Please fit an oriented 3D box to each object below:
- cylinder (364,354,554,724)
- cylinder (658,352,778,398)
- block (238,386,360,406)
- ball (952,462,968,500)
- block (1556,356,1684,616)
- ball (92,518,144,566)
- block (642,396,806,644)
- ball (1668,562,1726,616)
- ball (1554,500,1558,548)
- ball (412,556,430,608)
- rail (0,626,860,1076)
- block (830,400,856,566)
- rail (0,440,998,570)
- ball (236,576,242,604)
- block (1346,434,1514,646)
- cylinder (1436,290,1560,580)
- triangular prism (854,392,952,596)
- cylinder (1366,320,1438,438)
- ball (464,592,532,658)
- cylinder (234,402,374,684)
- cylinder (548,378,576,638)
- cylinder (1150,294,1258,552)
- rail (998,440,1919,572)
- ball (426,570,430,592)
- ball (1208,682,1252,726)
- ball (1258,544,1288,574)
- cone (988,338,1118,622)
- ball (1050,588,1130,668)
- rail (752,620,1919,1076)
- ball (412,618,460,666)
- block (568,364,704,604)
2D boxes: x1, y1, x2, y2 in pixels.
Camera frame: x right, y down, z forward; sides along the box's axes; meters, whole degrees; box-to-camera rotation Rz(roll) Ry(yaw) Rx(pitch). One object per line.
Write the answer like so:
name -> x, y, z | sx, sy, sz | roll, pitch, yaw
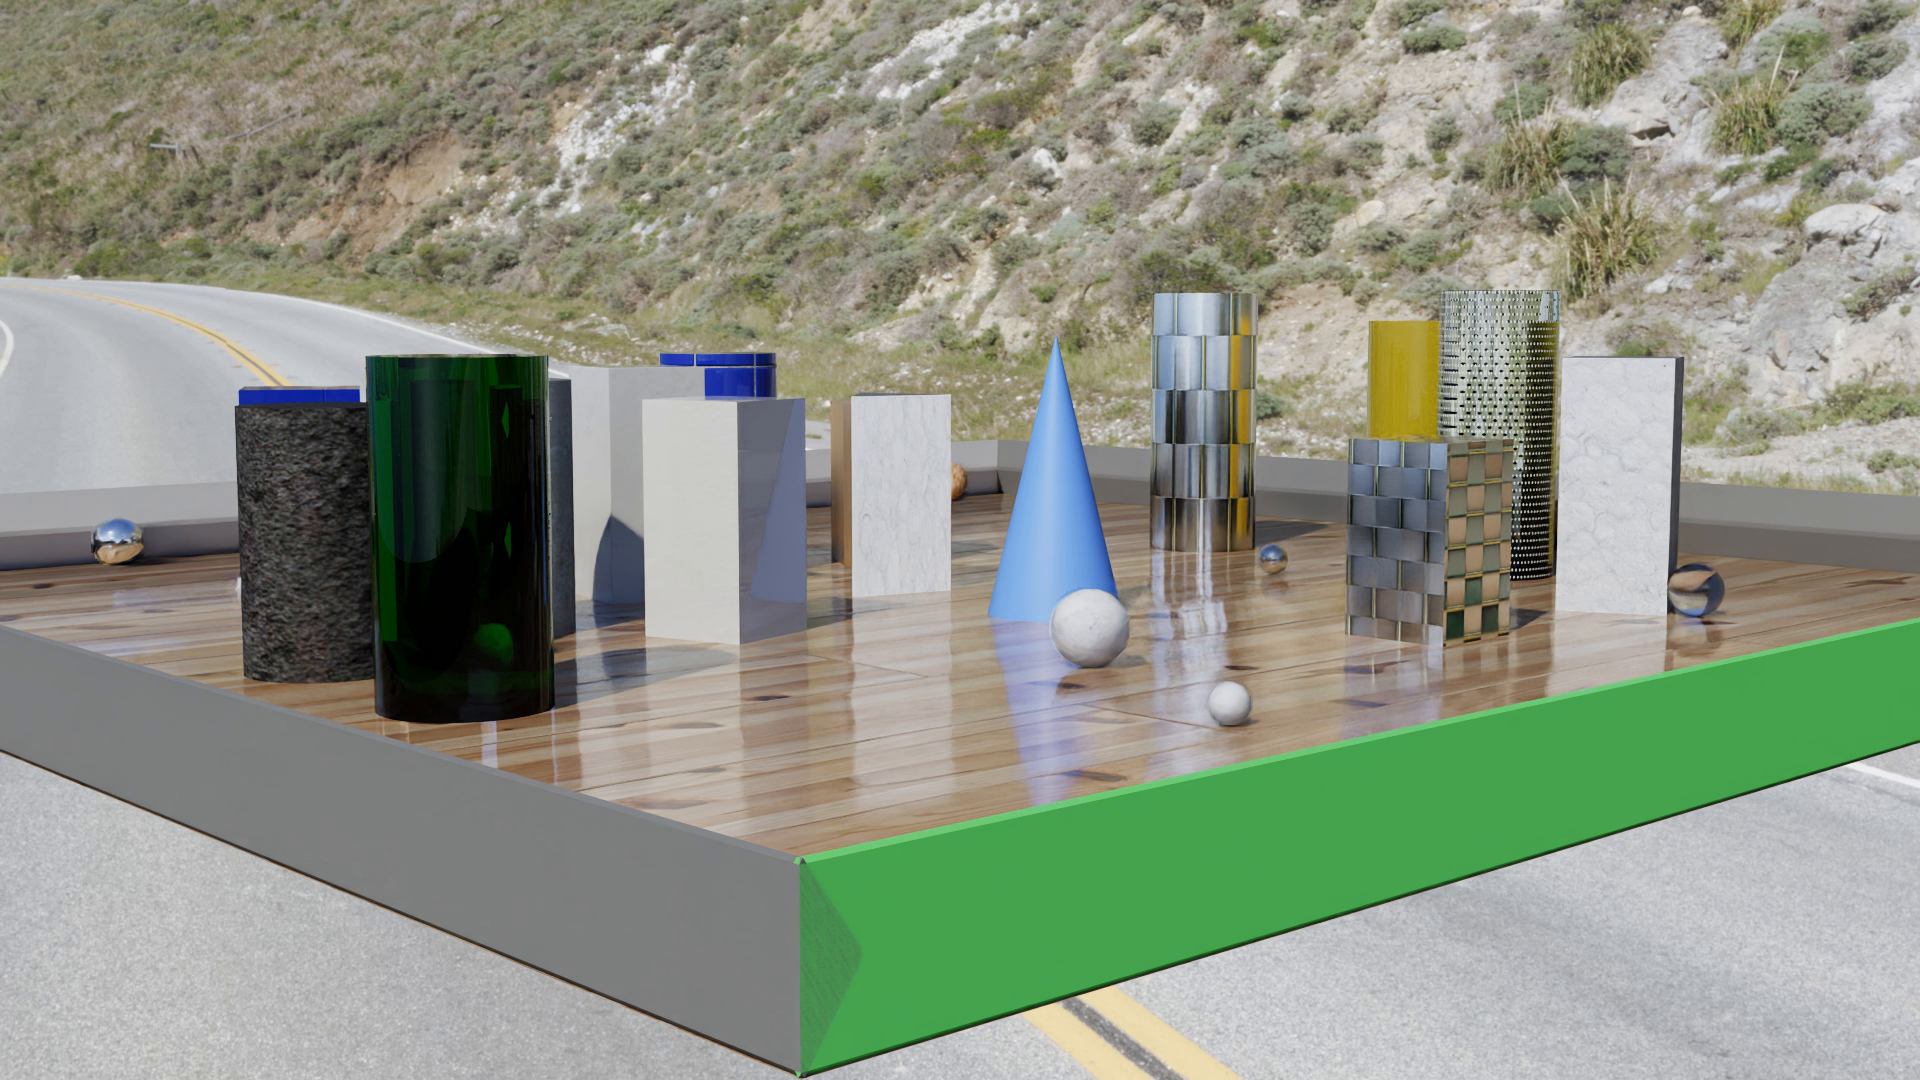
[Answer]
cylinder -> -0.557, -0.008, 2.459 | 0.199, 0.395, 0.199 | 0, 6, 0
cylinder -> -0.409, -0.130, 3.731 | 0.199, 0.374, 0.199 | 0, 6, 0
block -> -0.924, -0.046, 3.101 | 0.159, 0.337, 0.159 | -2, 6, -15
ball -> -0.030, -0.137, 5.152 | 0.094, 0.094, 0.094 | 0, 6, 0
block -> 0.993, -0.087, 3.307 | 0.159, 0.375, 0.159 | 2, 6, 23
ball -> -1.472, 0.004, 3.846 | 0.085, 0.085, 0.085 | 0, 6, 0
block -> -0.323, -0.032, 3.032 | 0.159, 0.325, 0.159 | 3, 7, 30
ball -> 1.074, 0.073, 3.209 | 0.079, 0.079, 0.079 | 0, 6, 0
ball -> 1.125, -0.030, 4.123 | 0.093, 0.093, 0.093 | 0, 6, 0
ball -> -0.770, 0.063, 3.269 | 0.087, 0.087, 0.087 | 0, 6, 0
rail -> -1.065, 0.135, 2.354 | 0.045, 0.129, 2.920 | -5, 8, -42
block -> -0.141, -0.105, 3.928 | 0.159, 0.283, 0.159 | -1, 6, -11
rail -> -0.974, -0.076, 4.382 | 2.946, 0.129, 0.045 | -5, 8, -42
ball -> -1.015, 0.070, 3.215 | 0.083, 0.083, 0.083 | 0, 6, 0
block -> 0.644, -0.004, 3.021 | 0.159, 0.270, 0.159 | -6, 8, -43
cylinder -> 0.905, -0.180, 3.713 | 0.199, 0.478, 0.199 | 0, 6, 0
triangular prism -> -0.125, -0.078, 3.530 | 0.172, 0.312, 0.149 | -3, 7, -29
cylinder -> 0.835, -0.182, 3.972 | 0.199, 0.426, 0.199 | 0, 6, 0
ball -> -0.593, 0.109, 2.828 | 0.085, 0.085, 0.085 | 0, 6, 0
cylinder -> -0.787, -0.002, 2.717 | 0.199, 0.329, 0.199 | 0, 6, 0
cylinder -> -0.636, -0.047, 3.046 | 0.199, 0.350, 0.199 | 0, 6, 0
cylinder -> 0.458, -0.224, 4.139 | 0.199, 0.477, 0.199 | 0, 6, 0
rail -> 1.065, -0.068, 4.309 | 0.045, 0.129, 2.920 | -5, 8, -42
ball -> -0.776, 0.060, 3.351 | 0.076, 0.076, 0.076 | 0, 6, 0
ball -> 0.291, 0.176, 2.368 | 0.047, 0.047, 0.047 | 0, 6, 0
ball -> 0.532, 0.032, 3.733 | 0.051, 0.051, 0.051 | 0, 6, 0
cone -> 0.140, -0.096, 3.229 | 0.199, 0.411, 0.199 | 0, 6, 0
ball -> 0.163, 0.110, 2.751 | 0.099, 0.099, 0.099 | 0, 6, 0
rail -> 0.974, 0.143, 2.282 | 2.946, 0.129, 0.045 | -5, 8, -42
ball -> -0.658, 0.129, 2.763 | 0.060, 0.060, 0.060 | 0, 6, 0
block -> -0.504, -0.092, 3.436 | 0.159, 0.359, 0.159 | -4, 7, -32
